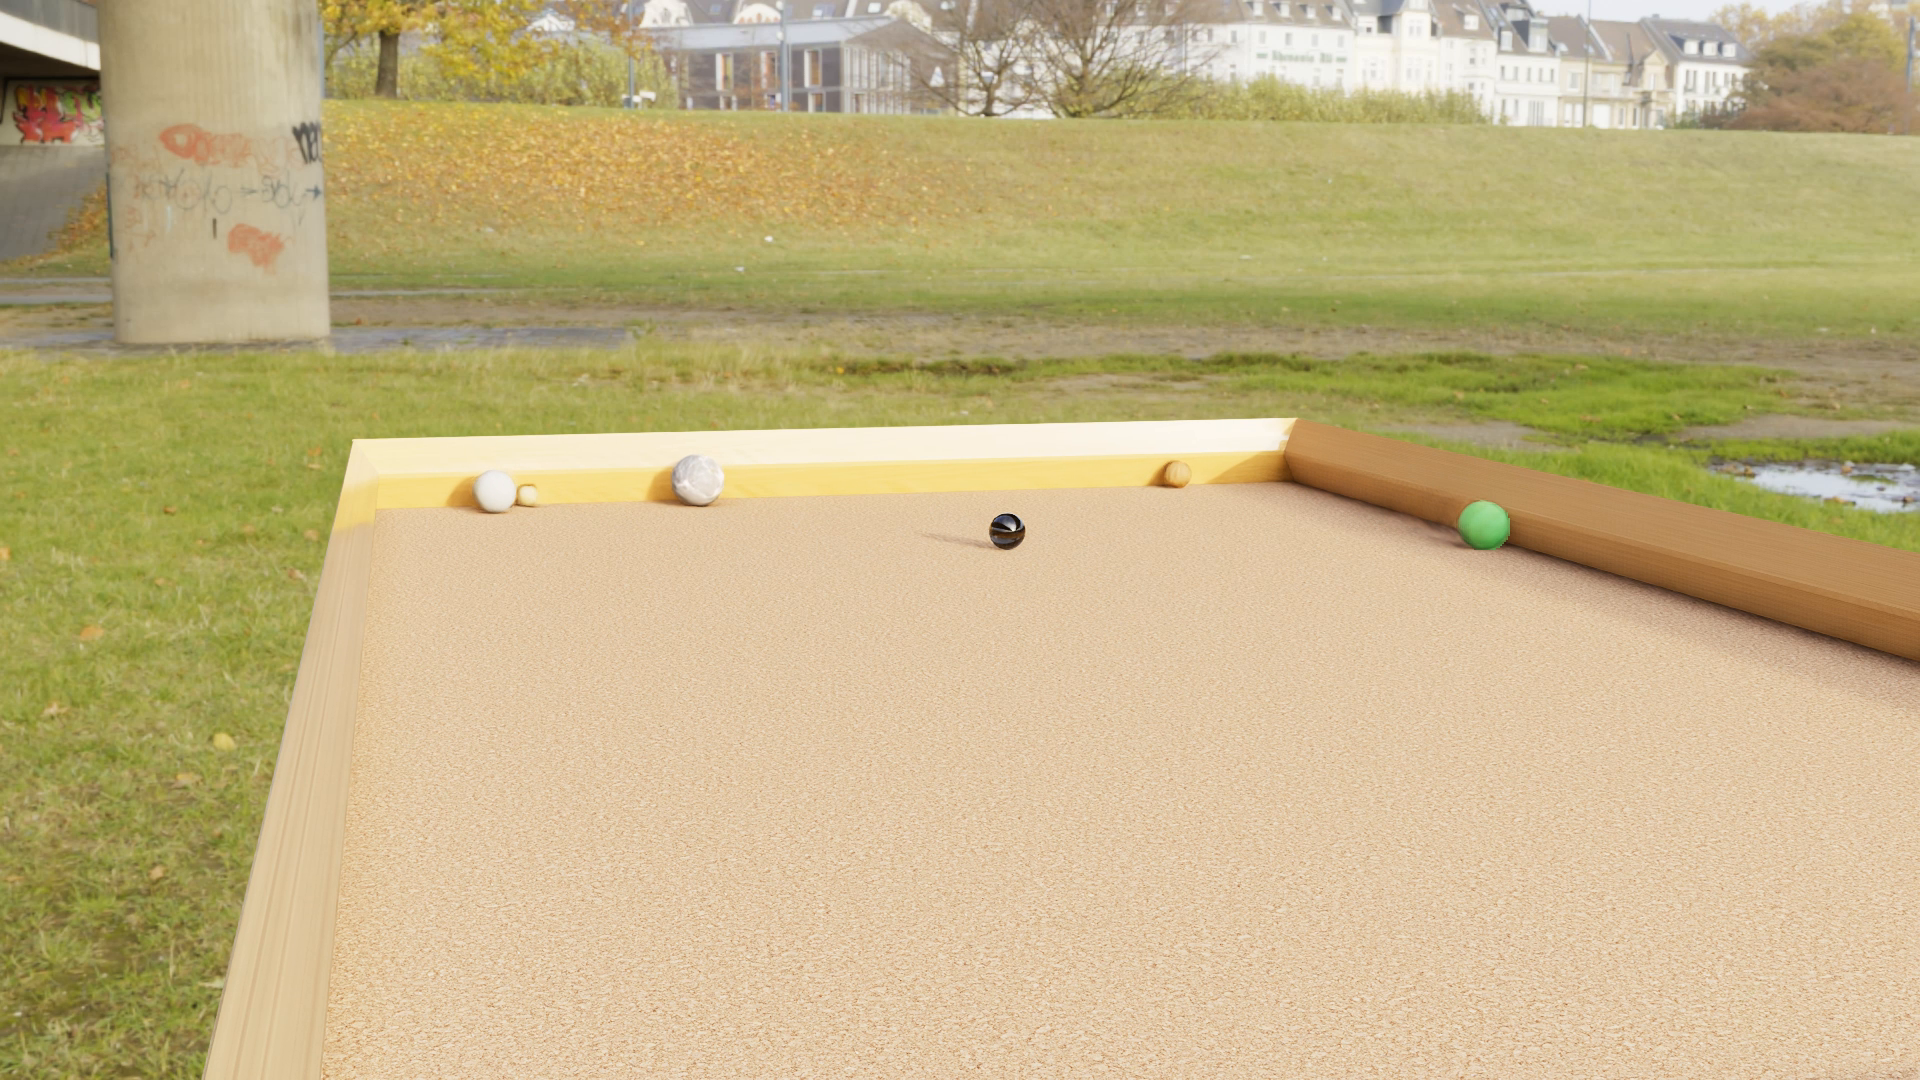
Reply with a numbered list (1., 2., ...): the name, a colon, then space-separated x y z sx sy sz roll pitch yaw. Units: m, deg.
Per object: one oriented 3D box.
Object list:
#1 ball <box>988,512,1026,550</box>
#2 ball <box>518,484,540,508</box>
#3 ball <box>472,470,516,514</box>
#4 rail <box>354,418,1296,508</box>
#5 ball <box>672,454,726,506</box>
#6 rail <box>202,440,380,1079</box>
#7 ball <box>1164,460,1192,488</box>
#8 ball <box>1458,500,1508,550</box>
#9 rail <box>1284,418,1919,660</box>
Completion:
1. ball: 0.077 -0.014 3.566 0.060 0.060 0.060 0 8 0
2. ball: -0.806 -0.082 4.104 0.041 0.041 0.041 0 8 0
3. ball: -0.850 -0.088 4.013 0.079 0.079 0.079 0 8 0
4. rail: -0.209 -0.150 4.265 1.867 0.128 0.045 -2 8 -14
5. ball: -0.488 -0.112 4.111 0.099 0.099 0.099 0 8 0
6. rail: -0.668 0.122 2.370 0.045 0.128 3.540 -2 8 -14
7. ball: 0.437 -0.131 4.398 0.054 0.054 0.054 0 8 0
8. ball: 0.849 -0.024 3.565 0.080 0.080 0.080 0 8 0
9. rail: 1.097 0.059 2.807 0.045 0.128 3.540 -2 8 -14
